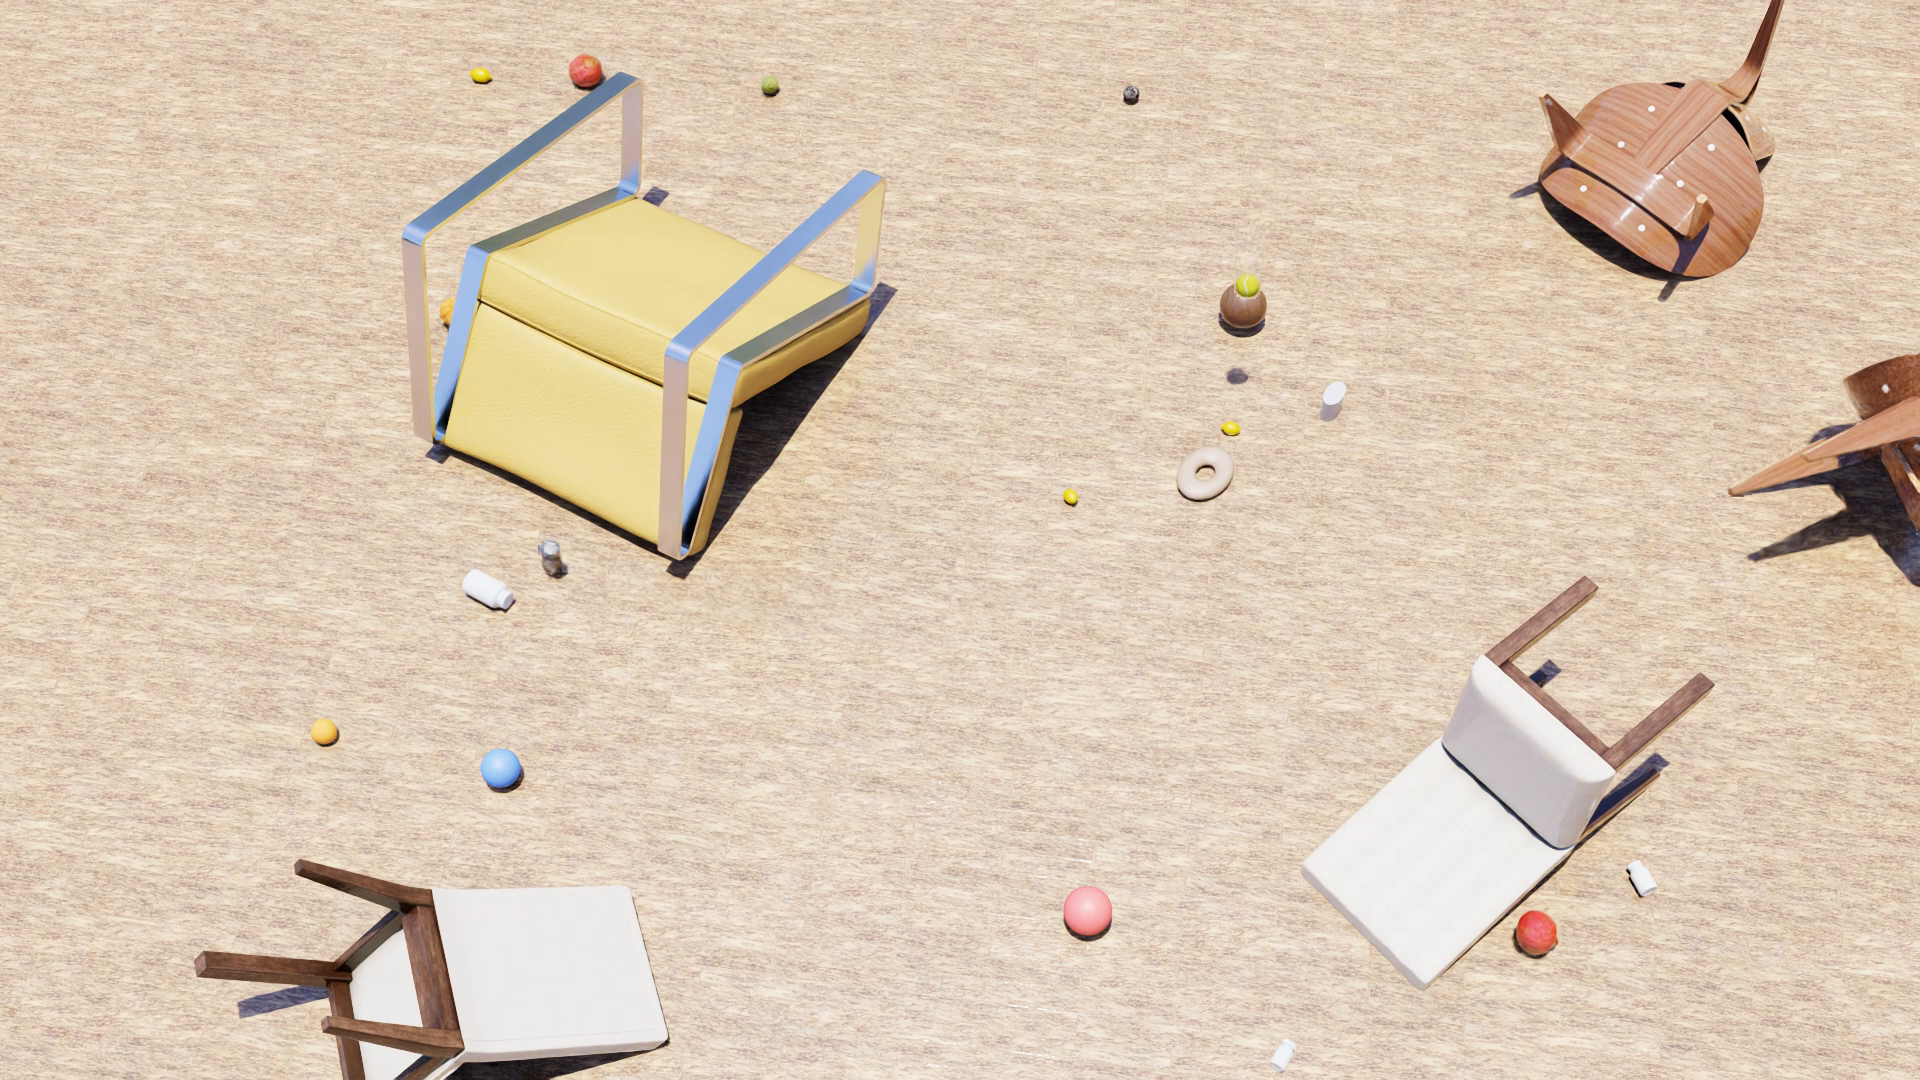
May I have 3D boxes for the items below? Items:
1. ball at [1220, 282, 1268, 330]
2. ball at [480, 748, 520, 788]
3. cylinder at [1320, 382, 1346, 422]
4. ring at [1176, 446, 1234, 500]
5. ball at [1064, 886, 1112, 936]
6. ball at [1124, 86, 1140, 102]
[{"bbox_3d":[0.900,-0.745,6.983,0.152,0.152,0.152,0,56,0],"label":"ball"},{"bbox_3d":[-1.271,0.631,6.085,0.109,0.109,0.109,0,56,0],"label":"ball"},{"bbox_3d":[1.154,-0.428,6.808,0.059,0.088,0.101,27,60,17],"label":"cylinder"},{"bbox_3d":[0.746,-0.204,6.687,0.159,0.040,0.212,31,61,19],"label":"ring"},{"bbox_3d":[0.339,0.984,5.836,0.130,0.130,0.130,0,56,0],"label":"ball"},{"bbox_3d":[0.589,-1.536,7.571,0.057,0.057,0.057,0,56,0],"label":"ball"}]
